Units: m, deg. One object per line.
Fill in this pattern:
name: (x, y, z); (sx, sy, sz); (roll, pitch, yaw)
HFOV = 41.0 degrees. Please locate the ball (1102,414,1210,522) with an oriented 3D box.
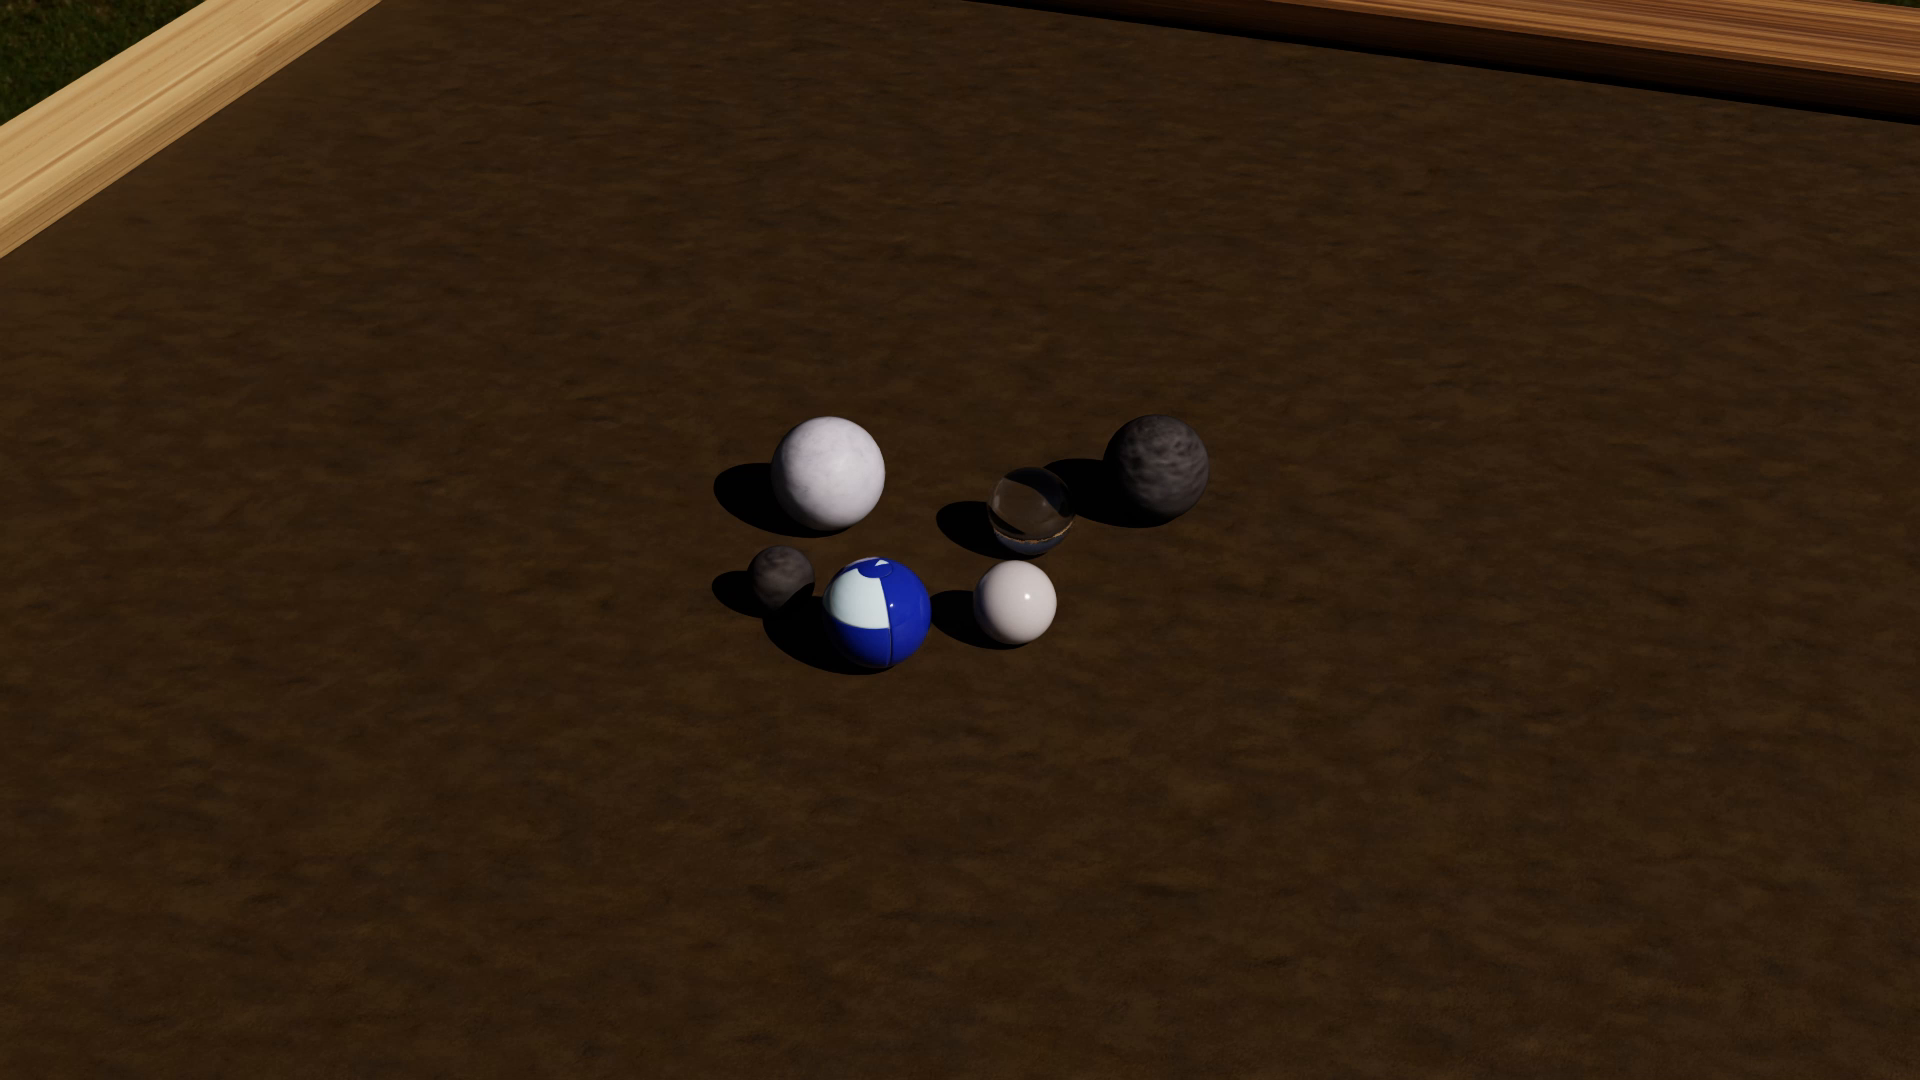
ball: (0.162, -0.059, 2.123); (0.089, 0.089, 0.089); (0, 33, 0)

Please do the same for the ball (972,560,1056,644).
ball: (0.042, 0.048, 1.979); (0.065, 0.065, 0.065); (0, 33, 0)

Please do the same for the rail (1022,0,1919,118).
rail: (1.426, -0.433, 2.665); (4.359, 0.123, 0.045); (11, 35, 16)

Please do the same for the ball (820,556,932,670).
ball: (-0.064, 0.055, 1.950); (0.085, 0.085, 0.085); (0, 33, 0)

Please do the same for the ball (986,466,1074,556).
ball: (0.057, -0.024, 2.084); (0.072, 0.072, 0.072); (0, 33, 0)

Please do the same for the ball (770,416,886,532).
ball: (-0.109, -0.055, 2.110); (0.095, 0.095, 0.095); (0, 33, 0)

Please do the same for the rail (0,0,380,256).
rail: (-1.004, -0.215, 2.329); (0.045, 0.123, 2.431); (11, 35, 16)

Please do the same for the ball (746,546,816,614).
ball: (-0.141, 0.031, 2.015); (0.055, 0.055, 0.055); (0, 33, 0)
